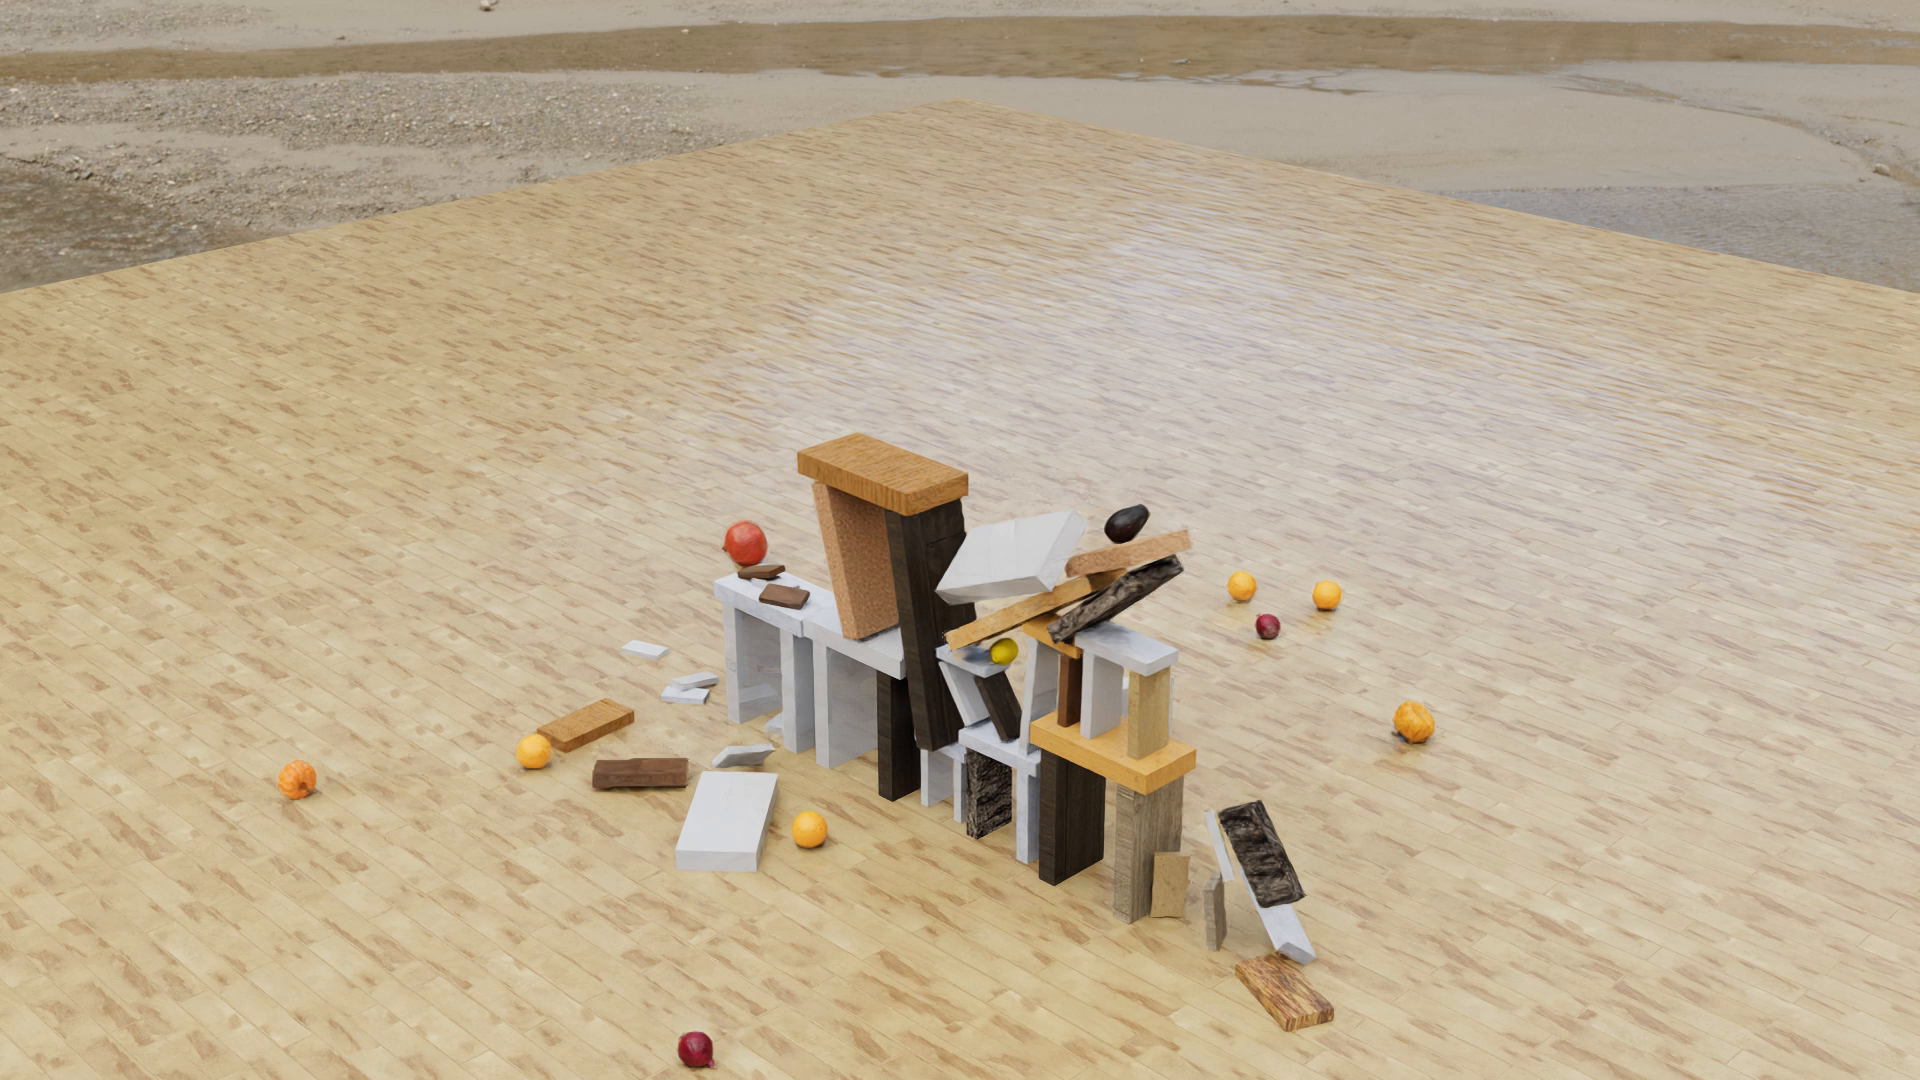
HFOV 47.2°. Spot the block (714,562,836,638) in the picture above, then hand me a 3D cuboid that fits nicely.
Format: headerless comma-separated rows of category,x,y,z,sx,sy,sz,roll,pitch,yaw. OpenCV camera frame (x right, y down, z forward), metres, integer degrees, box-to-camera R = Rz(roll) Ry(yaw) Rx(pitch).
block,-0.380,0.126,4.689,0.283,0.040,0.141,21,31,40

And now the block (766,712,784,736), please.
block,-0.368,0.393,4.813,0.060,0.017,0.120,12,26,26

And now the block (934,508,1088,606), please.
block,0.094,0.034,4.120,0.313,0.044,0.157,-10,43,53

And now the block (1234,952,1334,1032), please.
block,0.568,0.792,3.861,0.093,0.026,0.186,-9,24,-19

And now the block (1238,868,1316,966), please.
block,0.575,0.678,3.989,0.093,0.026,0.186,32,24,-39

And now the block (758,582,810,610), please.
block,-0.369,0.119,4.619,0.097,0.014,0.049,10,43,23

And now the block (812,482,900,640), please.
block,-0.193,0.022,4.449,0.162,0.323,0.046,-21,15,-41

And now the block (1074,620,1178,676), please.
block,0.302,0.195,3.987,0.087,0.025,0.174,-20,31,-40

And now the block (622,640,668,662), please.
block,-0.736,0.258,5.135,0.099,0.014,0.050,11,25,24

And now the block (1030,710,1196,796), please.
block,0.282,0.381,4.080,0.285,0.040,0.143,21,31,41

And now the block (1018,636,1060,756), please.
block,0.155,0.286,4.180,0.022,0.250,0.076,27,34,38

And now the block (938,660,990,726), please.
block,0.013,0.292,4.328,0.068,0.136,0.019,-19,-7,-43

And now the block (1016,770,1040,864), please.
block,0.155,0.520,4.279,0.028,0.200,0.100,20,30,40

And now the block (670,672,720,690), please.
block,-0.599,0.318,4.970,0.099,0.014,0.050,-11,18,-41

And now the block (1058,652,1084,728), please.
block,0.218,0.268,4.100,0.076,0.152,0.022,-21,33,-40

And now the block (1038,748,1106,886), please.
block,0.216,0.505,4.205,0.040,0.285,0.143,21,31,40

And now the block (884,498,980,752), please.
block,-0.043,0.159,4.341,0.162,0.491,0.046,-21,21,-40

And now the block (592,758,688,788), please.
block,-0.663,0.483,4.568,0.192,0.027,0.096,-1,13,-3

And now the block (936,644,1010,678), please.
block,0.025,0.231,4.289,0.068,0.019,0.136,-18,28,-41

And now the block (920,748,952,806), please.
block,-0.047,0.466,4.480,0.071,0.142,0.020,-21,31,-40

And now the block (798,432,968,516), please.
block,-0.154,-0.132,4.341,0.162,0.046,0.323,-21,31,-40

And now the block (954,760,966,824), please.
block,0.020,0.492,4.419,0.020,0.142,0.071,21,31,40

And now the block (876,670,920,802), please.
block,-0.102,0.378,4.501,0.041,0.289,0.144,21,31,41

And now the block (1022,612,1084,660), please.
block,0.194,0.177,4.089,0.076,0.022,0.152,-17,28,-36

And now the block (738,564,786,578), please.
block,-0.427,0.067,4.724,0.097,0.014,0.049,-1,16,40

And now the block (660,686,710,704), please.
block,-0.615,0.348,4.923,0.099,0.014,0.049,4,23,10

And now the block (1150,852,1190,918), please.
block,0.389,0.640,4.085,0.064,0.129,0.018,1,21,-3

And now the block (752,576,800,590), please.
block,-0.394,0.095,4.693,0.097,0.014,0.049,20,30,38

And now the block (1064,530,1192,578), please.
block,0.299,0.025,3.955,0.126,0.036,0.252,-15,1,-25

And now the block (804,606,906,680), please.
block,-0.171,0.199,4.499,0.289,0.041,0.144,21,31,41

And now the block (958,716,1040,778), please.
block,0.104,0.398,4.275,0.200,0.028,0.100,20,30,39

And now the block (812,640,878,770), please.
block,-0.238,0.324,4.626,0.041,0.289,0.144,21,31,41

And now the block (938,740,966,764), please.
block,-0.015,0.405,4.417,0.071,0.020,0.142,-21,31,-40

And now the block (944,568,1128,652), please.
block,0.145,0.128,4.164,0.368,0.036,0.126,-25,-7,39

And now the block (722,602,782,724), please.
block,-0.446,0.249,4.813,0.141,0.283,0.040,-21,31,-41

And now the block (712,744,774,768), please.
block,-0.452,0.450,4.587,0.120,0.060,0.017,0,56,-45

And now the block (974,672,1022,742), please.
block,0.080,0.316,4.270,0.019,0.136,0.068,-25,-1,43

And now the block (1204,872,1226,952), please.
block,0.464,0.675,4.000,0.018,0.129,0.064,3,25,23

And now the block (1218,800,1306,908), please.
block,0.534,0.558,3.900,0.026,0.186,0.093,-26,1,-39

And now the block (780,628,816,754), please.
block,-0.313,0.301,4.690,0.040,0.283,0.141,21,31,41

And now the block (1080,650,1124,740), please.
block,0.263,0.274,4.059,0.025,0.174,0.087,23,32,40

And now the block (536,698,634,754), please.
block,-0.813,0.402,4.778,0.096,0.027,0.192,19,29,37

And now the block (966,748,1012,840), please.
block,0.058,0.485,4.363,0.100,0.200,0.028,-21,31,-41

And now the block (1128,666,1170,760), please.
block,0.342,0.305,3.986,0.025,0.174,0.087,20,30,41

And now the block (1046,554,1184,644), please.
block,0.279,0.107,3.974,0.126,0.036,0.252,-19,-12,-42

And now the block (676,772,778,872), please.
block,-0.461,0.559,4.387,0.157,0.044,0.313,1,23,3

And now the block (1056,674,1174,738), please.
block,0.305,0.383,4.657,0.313,0.157,0.044,-11,25,-24

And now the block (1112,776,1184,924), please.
block,0.350,0.557,4.082,0.040,0.285,0.143,21,31,41

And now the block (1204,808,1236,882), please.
block,0.472,0.554,3.999,0.018,0.129,0.064,-17,-6,7
